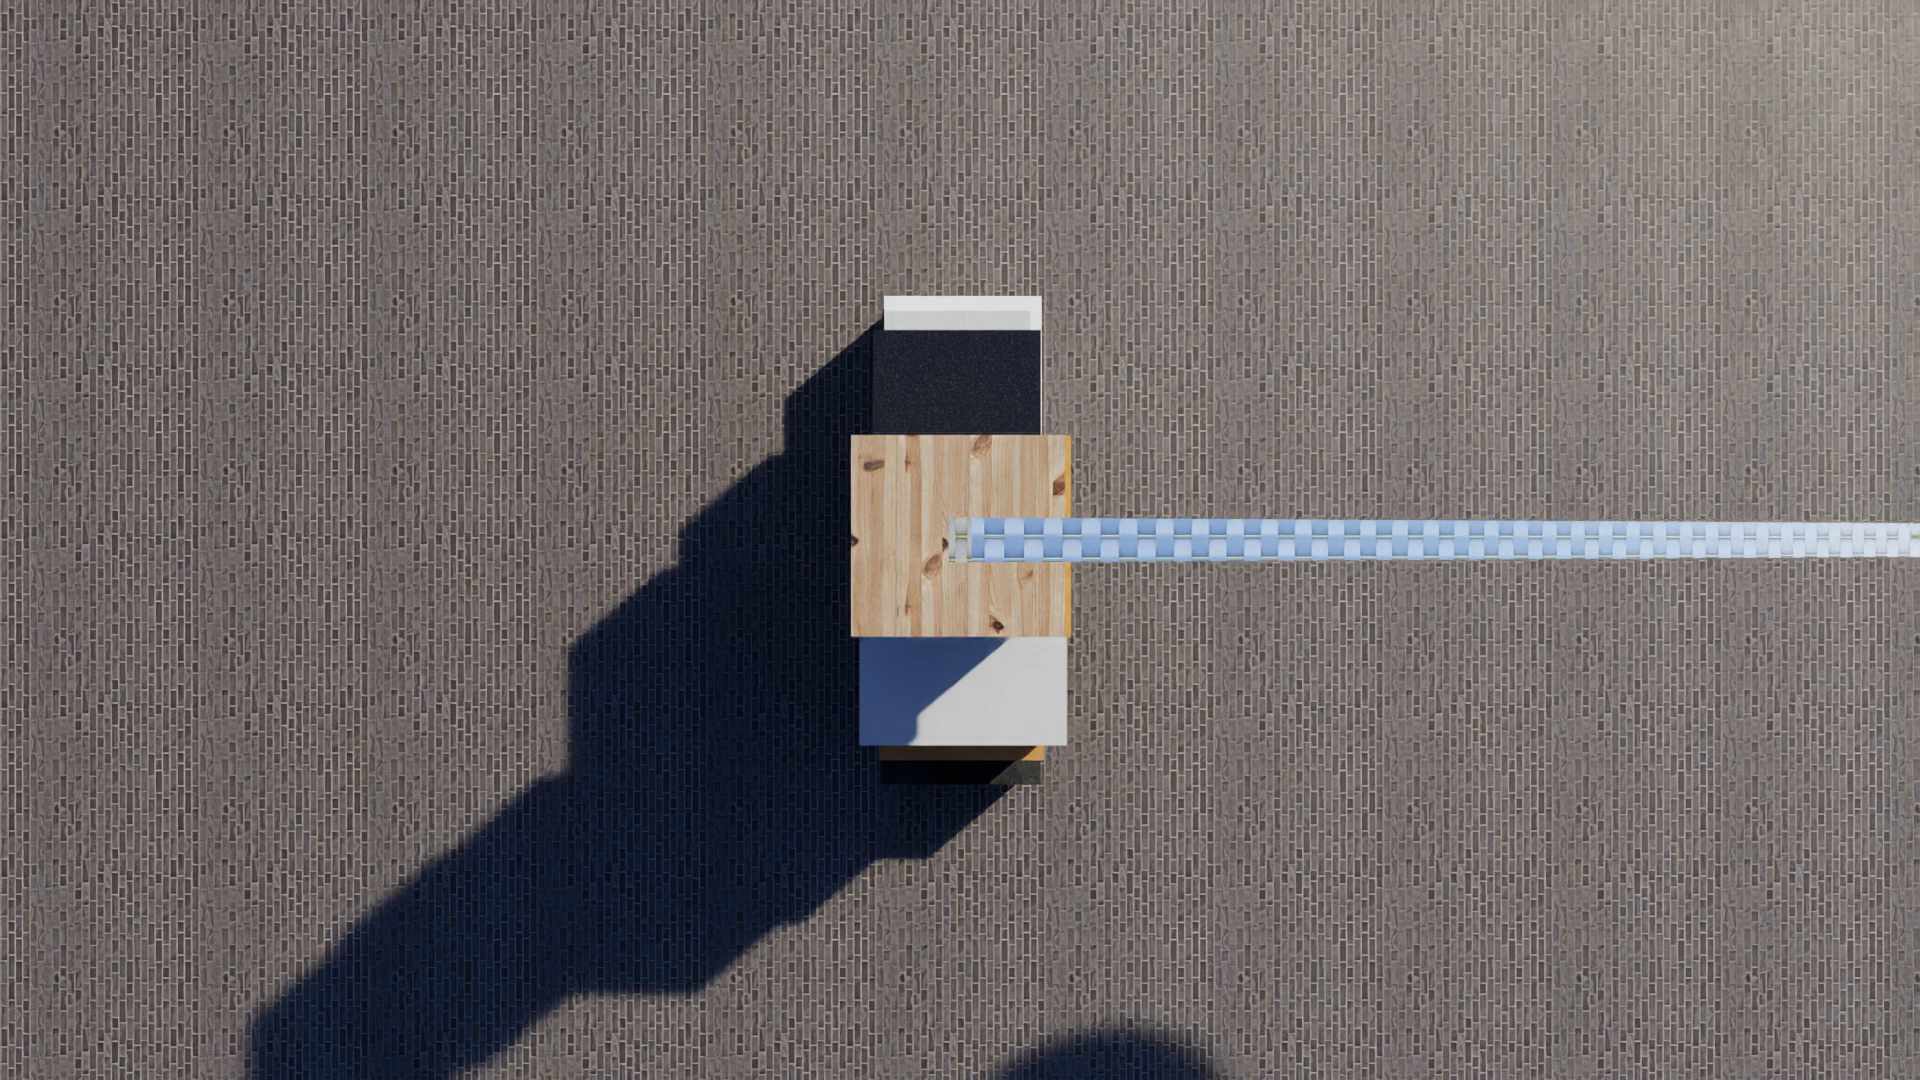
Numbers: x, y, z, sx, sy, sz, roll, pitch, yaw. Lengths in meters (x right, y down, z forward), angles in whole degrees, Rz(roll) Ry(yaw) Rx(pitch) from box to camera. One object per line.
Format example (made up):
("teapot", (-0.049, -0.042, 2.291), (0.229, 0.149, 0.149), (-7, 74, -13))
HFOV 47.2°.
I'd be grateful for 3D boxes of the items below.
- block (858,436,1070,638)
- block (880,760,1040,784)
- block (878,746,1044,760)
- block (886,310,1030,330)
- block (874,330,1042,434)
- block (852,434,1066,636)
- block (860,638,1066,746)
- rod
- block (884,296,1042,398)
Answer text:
("block", (0.015, -0.010, 9.038), (0.840, 0.775, 0.793), (0, 90, 0))
("block", (0.003, 0.913, 12.573), (0.883, 0.854, 0.875), (0, 90, 0))
("block", (0.007, 0.725, 11.600), (0.839, 0.851, 0.789), (0, 90, 0))
("block", (-0.012, -0.793, 11.682), (0.749, 0.738, 0.717), (0, 85, 0))
("block", (-0.014, -0.559, 10.839), (0.799, 0.751, 0.845), (0, 87, 0))
("block", (-0.007, -0.014, 8.276), (0.770, 0.748, 0.725), (0, 90, 0))
("block", (0.014, 0.426, 10.716), (0.967, 0.914, 1.069), (0, 90, 0))
("rod", (2.234, 0.000, 5.271), (5.200, 0.080, 0.080), (0, 90, -31))
("block", (0.016, -0.922, 12.587), (0.870, 0.825, 0.856), (0, 90, 0))
